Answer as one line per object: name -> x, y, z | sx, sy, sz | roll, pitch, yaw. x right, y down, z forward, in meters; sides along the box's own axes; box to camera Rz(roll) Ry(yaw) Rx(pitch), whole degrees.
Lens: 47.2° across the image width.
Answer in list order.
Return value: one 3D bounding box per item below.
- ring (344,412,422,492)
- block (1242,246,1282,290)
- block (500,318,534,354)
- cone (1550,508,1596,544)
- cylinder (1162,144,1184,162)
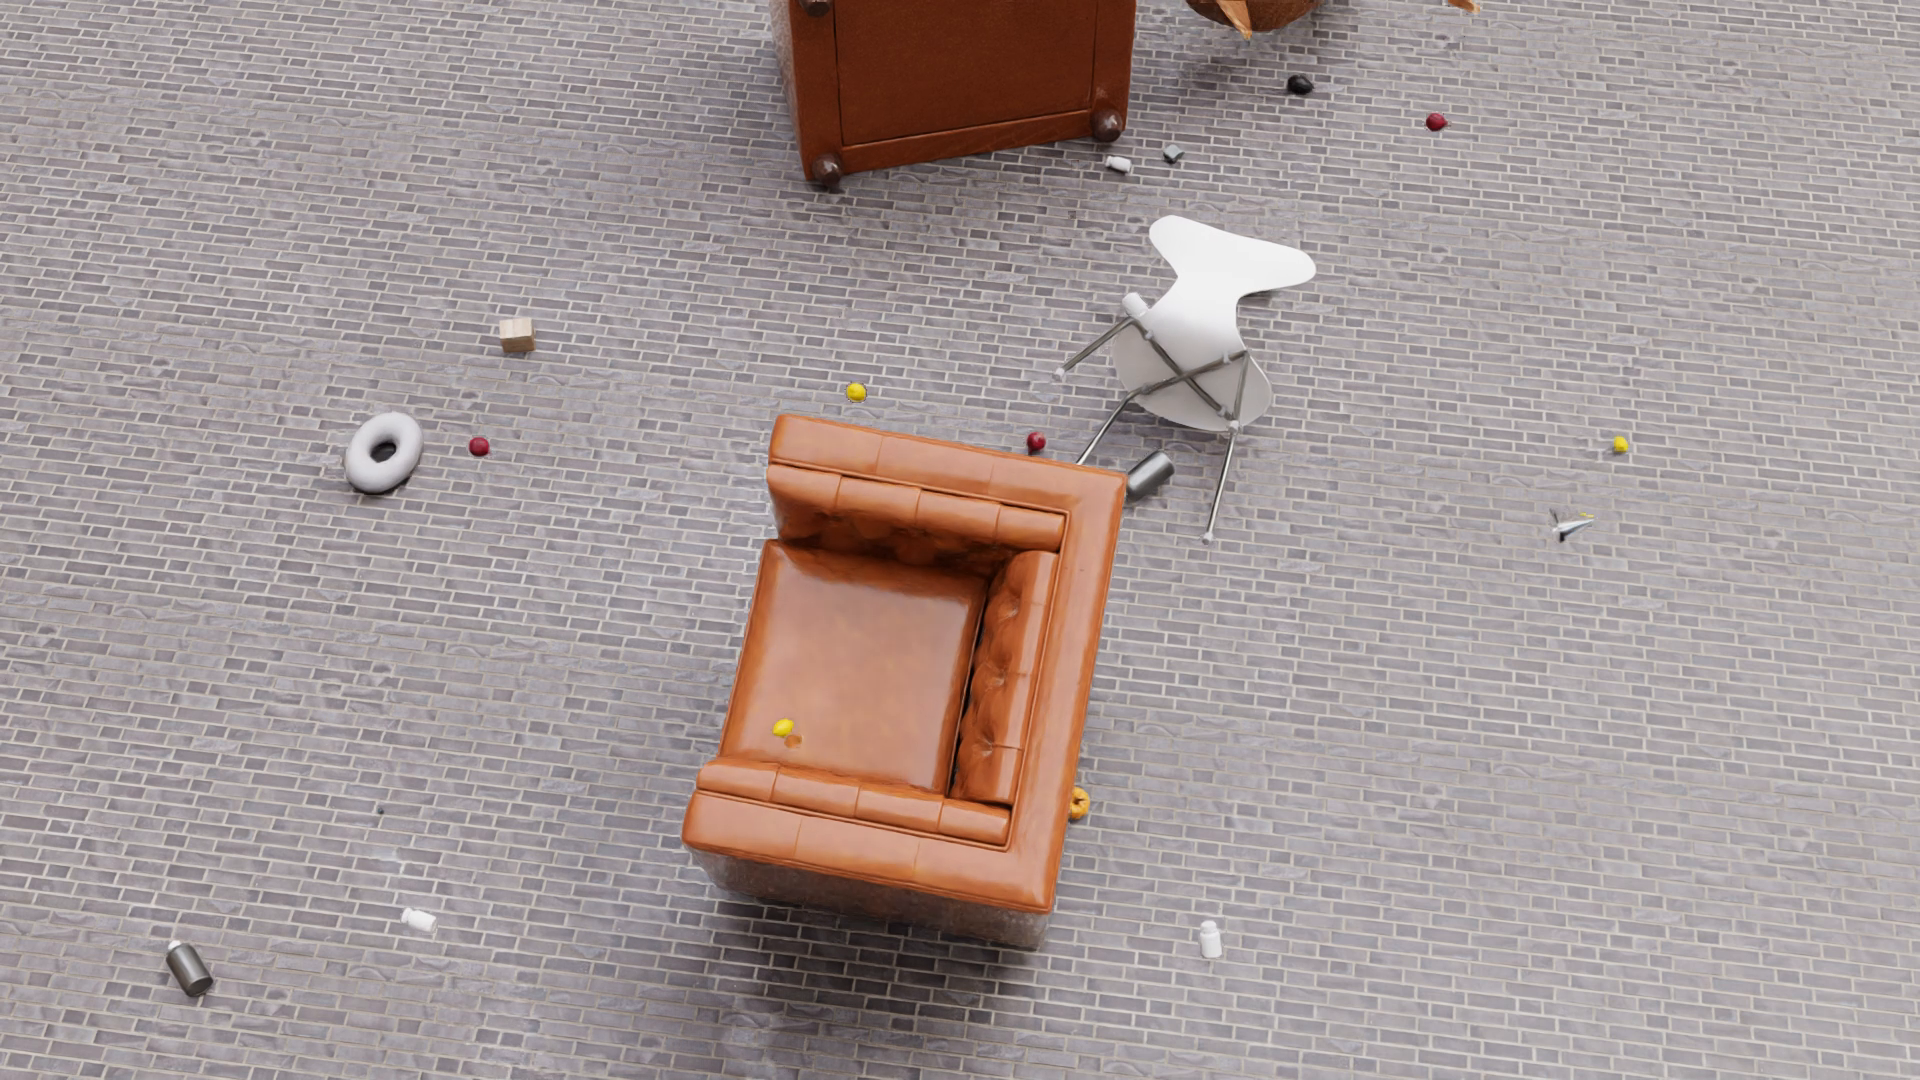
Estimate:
ring -> -1.751, -0.268, 6.685 | 0.204, 0.098, 0.290 | 25, 58, 2
block -> 0.969, -0.872, 7.053 | 0.079, 0.134, 0.077 | 5, 66, 30
block -> -1.401, -0.647, 6.962 | 0.097, 0.076, 0.074 | -6, 56, -4
cone -> 1.623, -0.046, 5.795 | 0.110, 0.077, 0.137 | -9, 31, 7
cylinder -> 0.722, -1.308, 7.432 | 0.056, 0.031, 0.047 | -34, 62, -28
